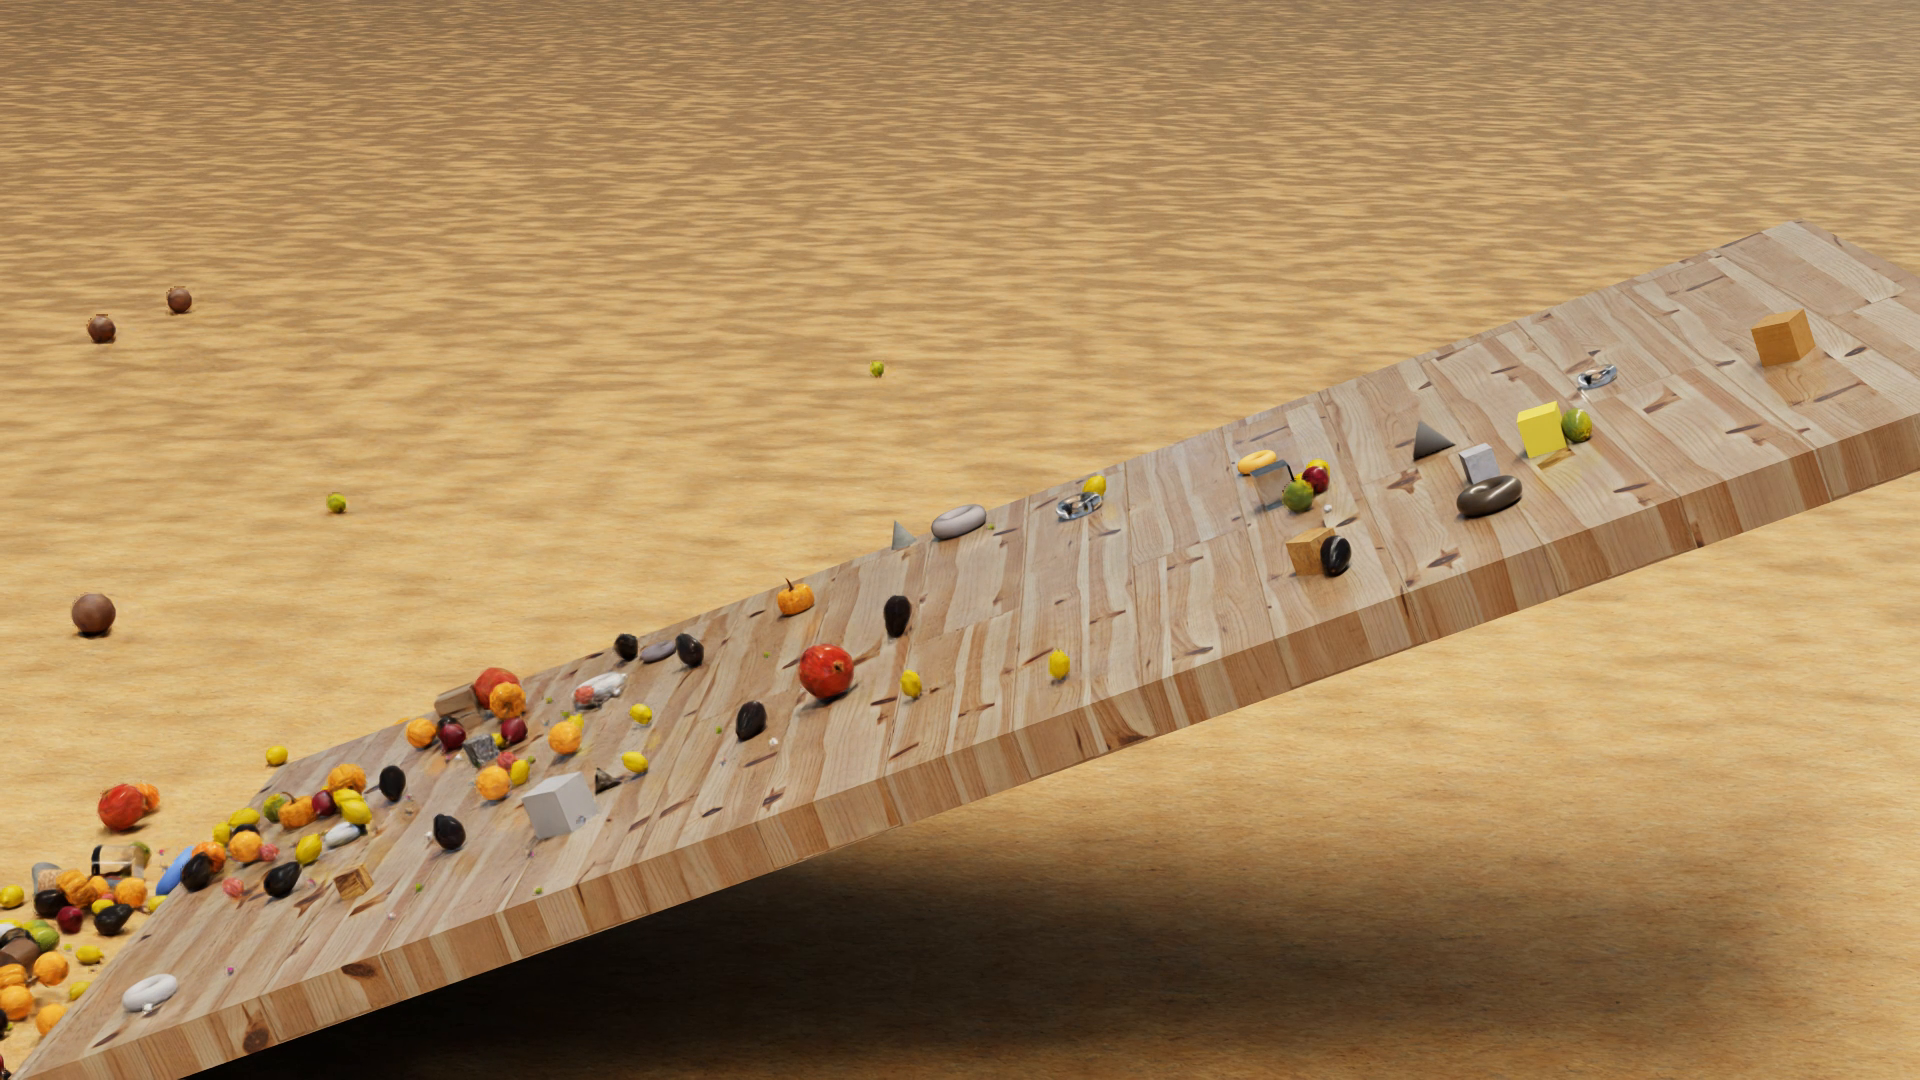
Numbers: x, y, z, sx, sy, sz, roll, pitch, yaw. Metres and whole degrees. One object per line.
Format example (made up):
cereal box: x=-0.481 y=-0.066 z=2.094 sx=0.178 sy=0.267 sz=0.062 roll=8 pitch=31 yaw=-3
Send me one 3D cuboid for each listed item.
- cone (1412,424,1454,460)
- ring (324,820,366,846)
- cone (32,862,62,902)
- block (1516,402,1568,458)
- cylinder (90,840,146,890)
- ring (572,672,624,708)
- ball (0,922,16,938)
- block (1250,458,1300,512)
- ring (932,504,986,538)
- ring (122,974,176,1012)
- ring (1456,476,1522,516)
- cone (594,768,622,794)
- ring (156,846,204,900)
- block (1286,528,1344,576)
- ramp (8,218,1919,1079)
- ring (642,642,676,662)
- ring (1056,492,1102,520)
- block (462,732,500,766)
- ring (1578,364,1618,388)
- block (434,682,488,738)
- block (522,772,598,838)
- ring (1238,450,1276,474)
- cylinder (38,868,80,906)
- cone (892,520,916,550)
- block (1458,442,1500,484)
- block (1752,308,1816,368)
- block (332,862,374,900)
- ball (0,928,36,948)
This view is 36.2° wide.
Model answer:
cone: x=0.994 y=-0.205 z=6.139 sx=0.083 sy=0.083 sz=0.083 roll=-4 pitch=11 yaw=21
ring: x=-1.345 y=0.641 z=6.431 sx=0.094 sy=0.031 sz=0.094 roll=-20 pitch=13 yaw=5
cone: x=-2.127 y=0.809 z=6.820 sx=0.087 sy=0.087 sz=0.087 roll=2 pitch=40 yaw=11
block: x=1.153 y=-0.219 z=5.821 sx=0.077 sy=0.077 sz=0.077 roll=-17 pitch=12 yaw=19
cylinder: x=-1.973 y=0.763 z=6.889 sx=0.096 sy=0.096 sz=0.096 roll=-20 pitch=16 yaw=-5
ring: x=-0.844 y=0.349 z=6.850 sx=0.131 sy=0.044 sz=0.131 roll=-22 pitch=11 yaw=4
ball: x=-2.105 y=0.875 z=6.492 sx=0.060 sy=0.060 sz=0.060 roll=0 pitch=13 yaw=0
block: x=0.666 y=-0.116 z=6.217 sx=0.077 sy=0.077 sz=0.077 roll=-21 pitch=12 yaw=1
ring: x=-0.003 y=-0.045 z=7.155 sx=0.141 sy=0.047 sz=0.141 roll=-20 pitch=13 yaw=5
ring: x=-1.579 y=0.882 z=5.730 sx=0.111 sy=0.037 sz=0.111 roll=-19 pitch=13 yaw=5
ring: x=1.001 y=-0.083 z=5.559 sx=0.129 sy=0.043 sz=0.129 roll=-22 pitch=11 yaw=4
cone: x=-0.716 y=0.494 z=6.006 sx=0.053 sy=0.053 sz=0.053 roll=6 pitch=13 yaw=-1
ring: x=-1.805 y=0.771 z=6.803 sx=0.048 sy=0.145 sz=0.145 roll=37 pitch=13 yaw=-5
block: x=0.675 y=0.022 z=5.591 sx=0.068 sy=0.068 sz=0.068 roll=-29 pitch=14 yaw=-33
ramp: x=0.118 y=0.176 z=6.295 sx=4.000 sy=0.100 sz=2.000 roll=-20 pitch=12 yaw=7
ring: x=-0.721 y=0.267 z=7.044 sx=0.086 sy=0.029 sz=0.086 roll=-19 pitch=12 yaw=4
ring: x=0.276 y=-0.081 z=6.847 sx=0.112 sy=0.037 sz=0.112 roll=-19 pitch=12 yaw=4
block: x=-1.087 y=0.474 z=6.680 sx=0.054 sy=0.054 sz=0.054 roll=-28 pitch=13 yaw=-30
ring: x=1.340 y=-0.344 z=6.187 sx=0.087 sy=0.029 sz=0.087 roll=-20 pitch=13 yaw=5
block: x=-1.204 y=0.409 z=7.093 sx=0.091 sy=0.091 sz=0.091 roll=-21 pitch=12 yaw=2
block: x=-0.793 y=0.525 z=5.829 sx=0.092 sy=0.092 sz=0.092 roll=-13 pitch=14 yaw=34
ring: x=0.666 y=-0.174 z=6.599 sx=0.092 sy=0.031 sz=0.092 roll=-20 pitch=13 yaw=5
cylinder: x=-2.072 y=0.799 z=6.768 sx=0.082 sy=0.082 sz=0.082 roll=-2 pitch=13 yaw=-7
cone: x=-0.149 y=-0.019 z=7.243 sx=0.067 sy=0.067 sz=0.067 roll=-20 pitch=12 yaw=4
block: x=1.022 y=-0.150 z=5.789 sx=0.058 sy=0.058 sz=0.058 roll=-21 pitch=12 yaw=2
block: x=1.624 y=-0.399 z=5.803 sx=0.080 sy=0.080 sz=0.080 roll=-11 pitch=16 yaw=42
block: x=-1.226 y=0.690 z=5.946 sx=0.051 sy=0.051 sz=0.051 roll=-17 pitch=12 yaw=20
ball: x=-2.055 y=0.884 z=6.412 sx=0.077 sy=0.077 sz=0.077 roll=0 pitch=13 yaw=0
